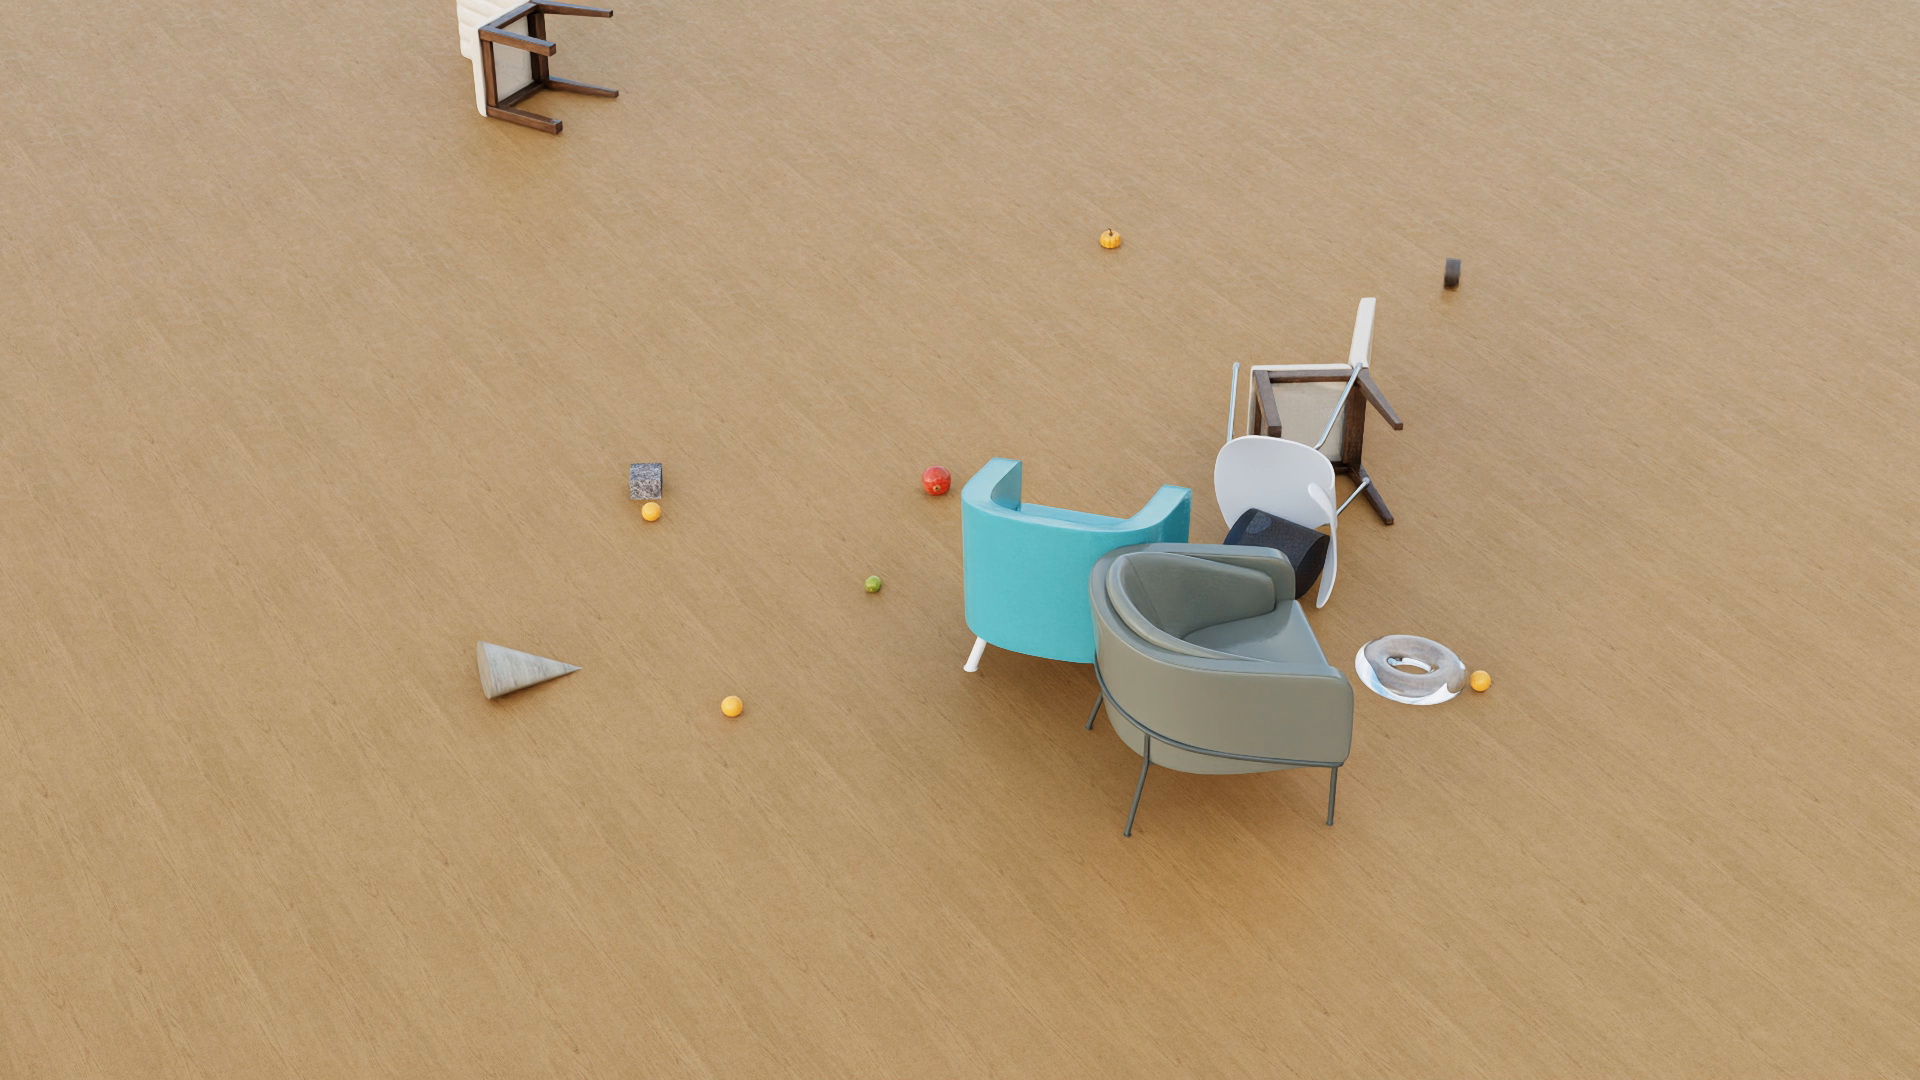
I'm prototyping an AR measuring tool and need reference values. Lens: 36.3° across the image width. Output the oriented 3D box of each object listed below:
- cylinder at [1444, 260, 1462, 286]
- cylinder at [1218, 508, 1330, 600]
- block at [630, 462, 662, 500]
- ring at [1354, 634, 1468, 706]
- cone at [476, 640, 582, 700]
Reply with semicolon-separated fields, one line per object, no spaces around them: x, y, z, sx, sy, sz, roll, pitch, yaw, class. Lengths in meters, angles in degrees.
2.113;-1.146;12.583;0.063;0.111;0.113;6;40;9;cylinder
1.146;0.048;10.684;0.308;0.191;0.289;22;58;29;cylinder
-1.200;-0.225;11.208;0.118;0.085;0.124;-1;33;-2;block
1.565;0.449;10.175;0.394;0.099;0.348;17;36;22;ring
-1.482;0.449;10.205;0.351;0.131;0.315;0;31;-19;cone
